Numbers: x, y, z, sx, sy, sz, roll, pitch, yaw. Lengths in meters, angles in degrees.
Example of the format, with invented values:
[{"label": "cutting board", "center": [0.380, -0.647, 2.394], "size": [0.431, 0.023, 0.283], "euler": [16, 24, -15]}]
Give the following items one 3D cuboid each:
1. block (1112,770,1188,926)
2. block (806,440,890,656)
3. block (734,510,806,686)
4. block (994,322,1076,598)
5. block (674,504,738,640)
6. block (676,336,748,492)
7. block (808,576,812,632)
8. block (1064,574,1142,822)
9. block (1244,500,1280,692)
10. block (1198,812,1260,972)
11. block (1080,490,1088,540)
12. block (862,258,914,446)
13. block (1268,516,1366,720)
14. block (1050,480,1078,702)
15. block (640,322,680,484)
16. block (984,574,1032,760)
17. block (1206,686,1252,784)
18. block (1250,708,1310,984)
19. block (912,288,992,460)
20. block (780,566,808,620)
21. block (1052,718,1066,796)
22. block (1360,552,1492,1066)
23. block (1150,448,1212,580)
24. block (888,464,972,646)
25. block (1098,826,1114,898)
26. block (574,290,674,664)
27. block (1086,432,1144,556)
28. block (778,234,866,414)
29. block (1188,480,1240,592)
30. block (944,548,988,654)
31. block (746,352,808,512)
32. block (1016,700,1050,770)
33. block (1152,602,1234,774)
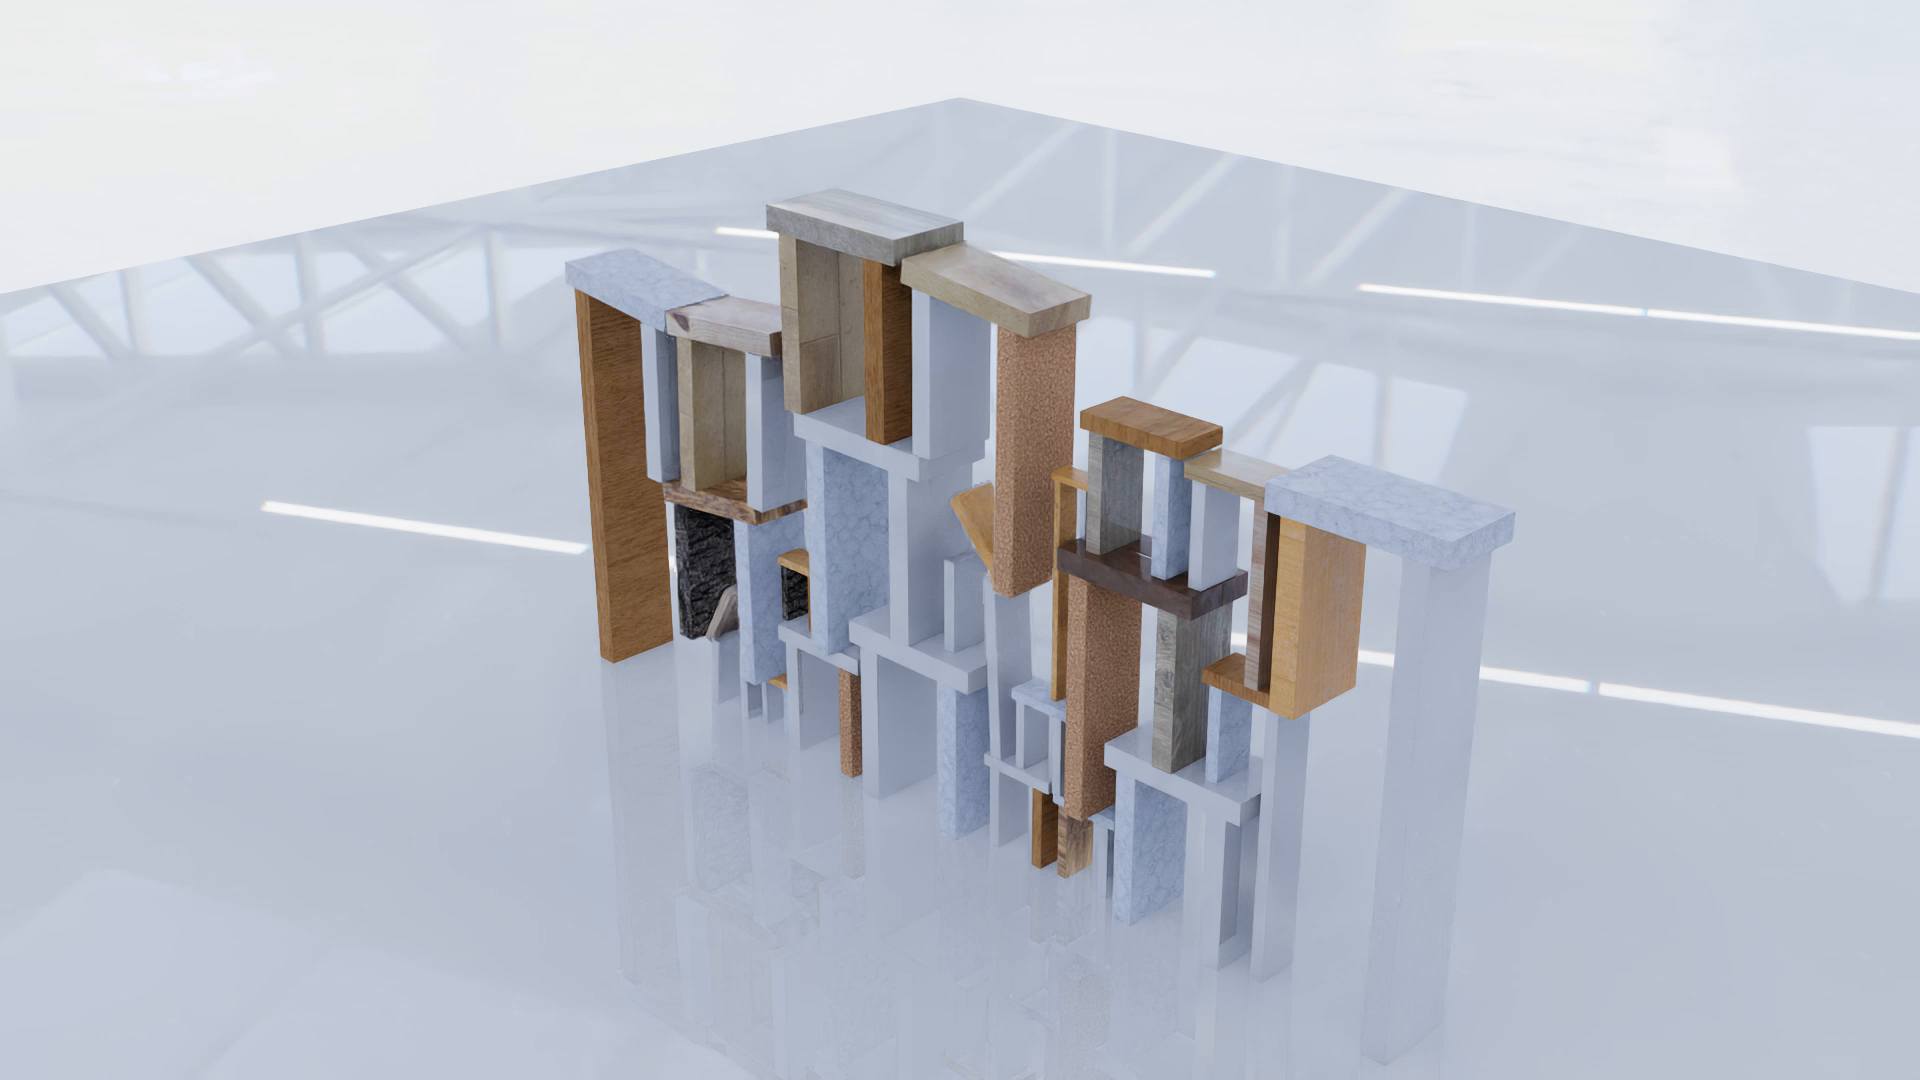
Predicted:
[{"label": "block", "center": [0.354, 0.545, 4.078], "size": [0.044, 0.311, 0.156], "euler": [21, 31, 41]}, {"label": "block", "center": [-0.224, -0.006, 4.469], "size": [0.050, 0.456, 0.178], "euler": [21, 31, 41]}, {"label": "block", "center": [-0.401, 0.114, 4.709], "size": [0.155, 0.370, 0.044], "euler": [-21, 30, -40]}, {"label": "block", "center": [0.136, -0.156, 4.005], "size": [0.046, 0.510, 0.161], "euler": [22, 32, 39]}, {"label": "block", "center": [-0.549, 0.051, 4.847], "size": [0.044, 0.310, 0.155], "euler": [22, 31, 40]}, {"label": "block", "center": [-0.514, -0.284, 4.662], "size": [0.168, 0.336, 0.048], "euler": [-21, 33, -40]}, {"label": "block", "center": [-0.288, 0.126, 4.586], "size": [0.017, 0.123, 0.062], "euler": [21, 31, 40]}, {"label": "block", "center": [0.264, 0.270, 4.048], "size": [0.044, 0.489, 0.154], "euler": [21, 31, 40]}, {"label": "block", "center": [0.526, 0.082, 3.686], "size": [0.028, 0.339, 0.098], "euler": [21, 31, 41]}, {"label": "block", "center": [0.501, 0.602, 3.942], "size": [0.044, 0.311, 0.156], "euler": [21, 31, 41]}, {"label": "block", "center": [0.236, -0.052, 3.951], "size": [0.013, 0.094, 0.047], "euler": [21, 31, 40]}, {"label": "block", "center": [-0.099, -0.375, 4.170], "size": [0.051, 0.357, 0.179], "euler": [22, 32, 40]}, {"label": "block", "center": [0.591, 0.105, 3.619], "size": [0.049, 0.349, 0.175], "euler": [21, 31, 41]}, {"label": "block", "center": [0.192, 0.092, 4.060], "size": [0.013, 0.444, 0.047], "euler": [21, 31, 41]}, {"label": "block", "center": [-0.596, -0.314, 4.745], "size": [0.175, 0.350, 0.050], "euler": [-21, 32, -40]}, {"label": "block", "center": [0.095, 0.233, 4.227], "size": [0.095, 0.377, 0.027], "euler": [-21, 28, -41]}, {"label": "block", "center": [0.472, 0.326, 3.848], "size": [0.026, 0.184, 0.092], "euler": [21, 31, 41]}, {"label": "block", "center": [0.559, 0.523, 3.838], "size": [0.026, 0.539, 0.092], "euler": [21, 31, 41]}, {"label": "block", "center": [-0.015, -0.324, 4.098], "size": [0.046, 0.321, 0.161], "euler": [22, 32, 40]}, {"label": "block", "center": [-0.347, 0.103, 4.638], "size": [0.017, 0.123, 0.062], "euler": [21, 31, 40]}, {"label": "block", "center": [0.207, 0.399, 4.164], "size": [0.071, 0.162, 0.020], "euler": [-21, 31, -40]}, {"label": "block", "center": [0.756, 0.429, 3.578], "size": [0.049, 0.914, 0.175], "euler": [21, 31, 41]}, {"label": "block", "center": [0.382, -0.054, 3.787], "size": [0.032, 0.226, 0.113], "euler": [21, 31, 40]}, {"label": "block", "center": [-0.056, 0.014, 4.295], "size": [0.050, 0.355, 0.178], "euler": [21, 31, 41]}, {"label": "block", "center": [0.295, 0.595, 4.161], "size": [0.022, 0.154, 0.077], "euler": [21, 31, 41]}, {"label": "block", "center": [-0.757, -0.153, 4.987], "size": [0.050, 0.885, 0.175], "euler": [21, 31, 41]}, {"label": "block", "center": [0.275, -0.096, 3.885], "size": [0.032, 0.226, 0.113], "euler": [21, 31, 40]}, {"label": "block", "center": [-0.267, -0.442, 4.325], "size": [0.179, 0.357, 0.051], "euler": [-22, 31, -40]}, {"label": "block", "center": [0.434, -0.020, 3.743], "size": [0.028, 0.196, 0.098], "euler": [21, 31, 40]}, {"label": "block", "center": [0.013, 0.116, 4.266], "size": [0.027, 0.190, 0.095], "euler": [21, 31, 41]}, {"label": "block", "center": [-0.357, -0.239, 4.507], "size": [0.168, 0.336, 0.048], "euler": [-21, 33, -40]}, {"label": "block", "center": [0.140, 0.364, 4.222], "size": [0.020, 0.142, 0.071], "euler": [21, 31, 41]}, {"label": "block", "center": [0.410, 0.244, 3.880], "size": [0.044, 0.309, 0.154], "euler": [21, 31, 41]}]
